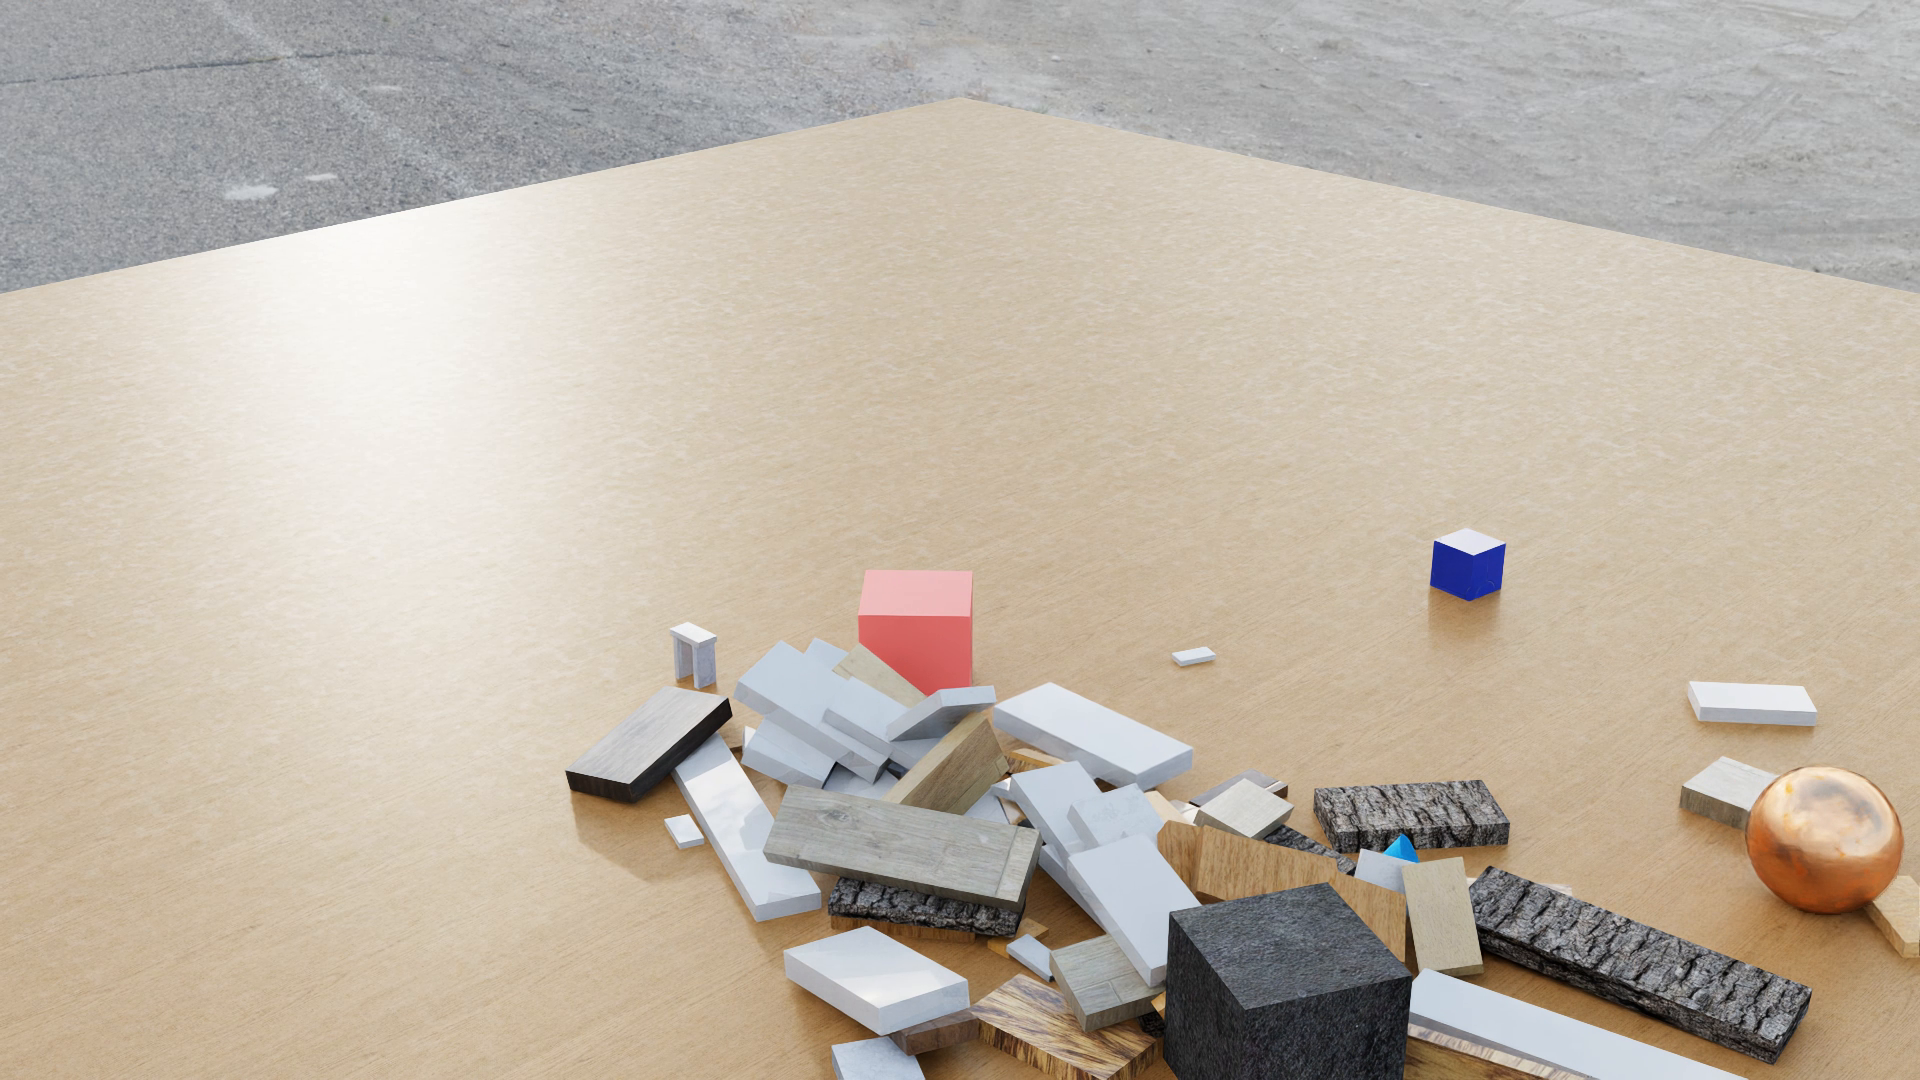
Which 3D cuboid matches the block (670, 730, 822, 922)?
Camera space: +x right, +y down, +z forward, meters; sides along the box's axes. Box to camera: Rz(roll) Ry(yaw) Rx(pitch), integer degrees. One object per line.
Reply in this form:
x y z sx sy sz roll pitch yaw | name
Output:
-0.458 0.550 4.419 0.127 0.036 0.744 -9 25 -20 | block

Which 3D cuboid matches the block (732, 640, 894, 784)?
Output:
-0.276 0.351 4.528 0.344 0.049 0.172 30 37 12 | block

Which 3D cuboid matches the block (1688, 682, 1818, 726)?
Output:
1.750 0.362 4.864 0.247 0.035 0.124 2 23 5 | block

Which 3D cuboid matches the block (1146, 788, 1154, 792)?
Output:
0.357 0.525 4.499 0.064 0.018 0.162 5 24 12 | block

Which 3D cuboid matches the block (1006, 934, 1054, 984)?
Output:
0.140 0.751 3.951 0.054 0.015 0.107 -21 39 -40 | block

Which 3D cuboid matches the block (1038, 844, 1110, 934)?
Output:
0.293 0.652 4.092 0.146 0.041 0.293 -16 40 -33 | block

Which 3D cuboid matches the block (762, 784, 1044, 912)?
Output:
-0.108 0.571 4.095 0.504 0.042 0.149 8 56 19 | block

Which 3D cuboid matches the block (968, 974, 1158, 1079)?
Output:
0.170 0.840 3.727 0.299 0.042 0.149 18 29 37 | block

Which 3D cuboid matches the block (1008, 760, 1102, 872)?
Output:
0.240 0.557 4.148 0.146 0.041 0.364 -9 37 -25 | block

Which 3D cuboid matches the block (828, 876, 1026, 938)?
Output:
-0.060 0.670 4.046 0.349 0.030 0.106 5 23 11 | block

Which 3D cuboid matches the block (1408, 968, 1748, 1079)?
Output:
1.163 0.897 3.597 0.924 0.039 0.137 15 27 31 | block

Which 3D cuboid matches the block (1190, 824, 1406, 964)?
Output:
0.606 0.643 3.932 0.394 0.043 0.153 20 43 -5 | block

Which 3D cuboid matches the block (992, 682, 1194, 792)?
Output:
0.276 0.414 4.632 0.172 0.049 0.417 -19 29 -39 | block

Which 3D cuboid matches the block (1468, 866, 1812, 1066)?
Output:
1.175 0.744 3.896 0.601 0.049 0.174 19 34 33 | block

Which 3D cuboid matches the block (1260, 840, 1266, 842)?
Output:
0.576 0.618 4.149 0.227 0.032 0.113 36 26 28 | block

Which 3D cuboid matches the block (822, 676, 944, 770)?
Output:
-0.147 0.381 4.483 0.242 0.034 0.121 29 37 8 | block

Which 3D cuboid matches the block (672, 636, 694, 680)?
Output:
-0.627 0.260 5.014 0.015 0.104 0.052 21 31 41 | block

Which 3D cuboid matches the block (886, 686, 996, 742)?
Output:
-0.039 0.345 4.361 0.121 0.034 0.242 -2 -20 -30 | block

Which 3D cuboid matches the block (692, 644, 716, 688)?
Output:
-0.578 0.279 4.969 0.015 0.104 0.052 21 31 41 | block

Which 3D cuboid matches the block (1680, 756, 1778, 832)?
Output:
1.650 0.544 4.415 0.348 0.049 0.174 21 31 40 | block

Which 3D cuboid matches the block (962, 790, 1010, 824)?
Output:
0.019 0.546 4.334 0.135 0.038 0.269 -28 29 1 | block

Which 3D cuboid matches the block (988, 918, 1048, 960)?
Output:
0.107 0.729 4.024 0.054 0.015 0.107 21 31 40 | block

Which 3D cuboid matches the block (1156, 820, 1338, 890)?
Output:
0.530 0.628 3.994 0.345 0.049 0.172 15 44 -16 | block

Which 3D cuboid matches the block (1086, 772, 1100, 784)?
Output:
0.247 0.486 4.523 0.064 0.018 0.129 17 7 11 | block

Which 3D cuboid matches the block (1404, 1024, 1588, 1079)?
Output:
1.200 0.957 3.363 1.185 0.111 0.031 13 26 28 | block

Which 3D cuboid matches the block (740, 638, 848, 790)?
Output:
-0.300 0.365 4.581 0.172 0.049 0.394 24 37 4 | block

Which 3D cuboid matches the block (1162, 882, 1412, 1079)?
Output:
0.524 0.775 3.566 0.287 0.287 0.287 -7 24 -17 | block

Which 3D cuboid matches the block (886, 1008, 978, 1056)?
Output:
-0.076 0.803 3.749 0.127 0.036 0.255 -9 12 -21 | block

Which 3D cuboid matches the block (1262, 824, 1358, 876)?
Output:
0.612 0.585 4.252 0.310 0.028 0.098 26 30 32 | block

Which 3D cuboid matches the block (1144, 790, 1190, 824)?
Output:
0.405 0.567 4.183 0.113 0.032 0.227 -3 37 -45 | block

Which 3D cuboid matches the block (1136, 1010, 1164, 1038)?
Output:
0.437 0.797 3.832 0.274 0.039 0.137 -5 23 -11 | block

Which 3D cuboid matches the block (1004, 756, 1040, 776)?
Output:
0.090 0.464 4.526 0.212 0.030 0.106 11 -12 40 | block

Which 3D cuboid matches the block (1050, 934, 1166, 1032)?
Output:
0.323 0.731 3.766 0.305 0.043 0.153 -13 39 -17 | block

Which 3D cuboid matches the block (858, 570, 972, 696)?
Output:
-0.096 0.228 4.914 0.242 0.242 0.242 1 23 2 | block

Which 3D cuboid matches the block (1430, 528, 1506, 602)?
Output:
1.261 0.060 5.461 0.124 0.124 0.124 -17 29 -35 | block
